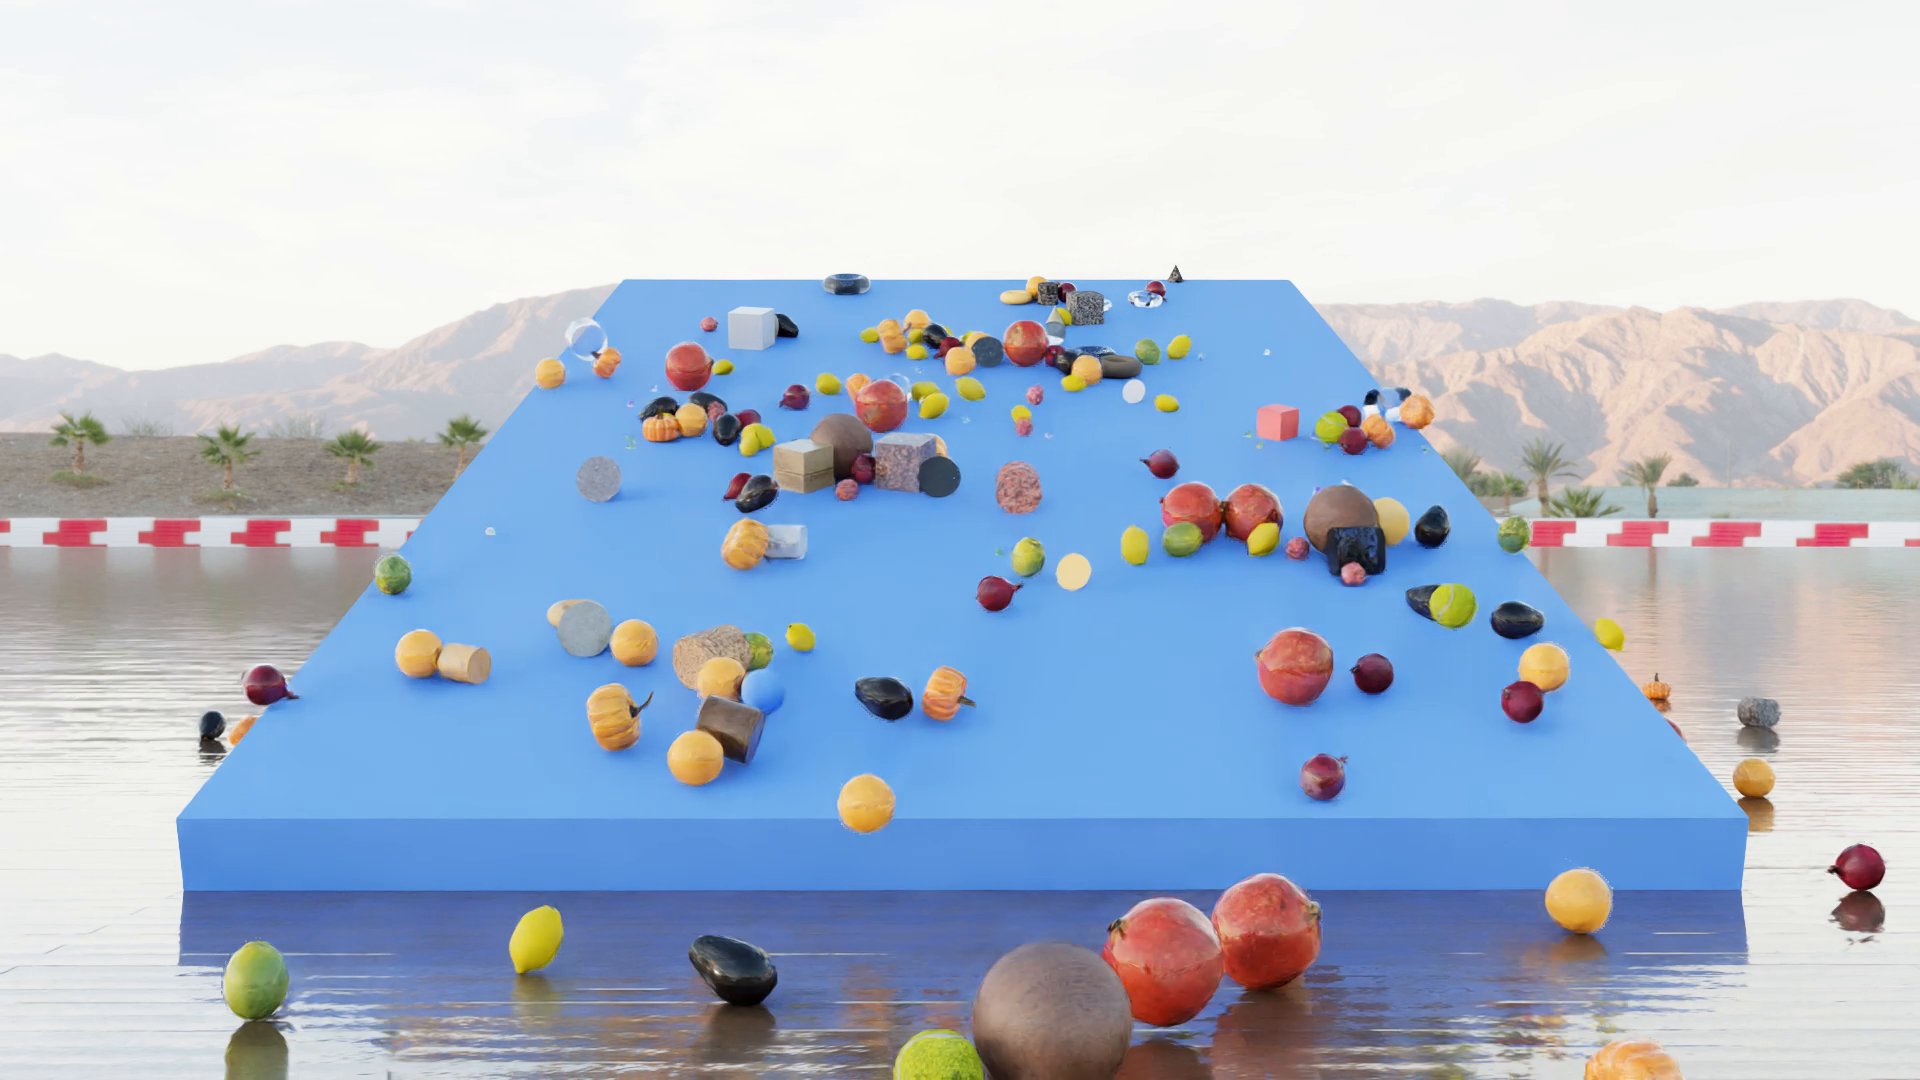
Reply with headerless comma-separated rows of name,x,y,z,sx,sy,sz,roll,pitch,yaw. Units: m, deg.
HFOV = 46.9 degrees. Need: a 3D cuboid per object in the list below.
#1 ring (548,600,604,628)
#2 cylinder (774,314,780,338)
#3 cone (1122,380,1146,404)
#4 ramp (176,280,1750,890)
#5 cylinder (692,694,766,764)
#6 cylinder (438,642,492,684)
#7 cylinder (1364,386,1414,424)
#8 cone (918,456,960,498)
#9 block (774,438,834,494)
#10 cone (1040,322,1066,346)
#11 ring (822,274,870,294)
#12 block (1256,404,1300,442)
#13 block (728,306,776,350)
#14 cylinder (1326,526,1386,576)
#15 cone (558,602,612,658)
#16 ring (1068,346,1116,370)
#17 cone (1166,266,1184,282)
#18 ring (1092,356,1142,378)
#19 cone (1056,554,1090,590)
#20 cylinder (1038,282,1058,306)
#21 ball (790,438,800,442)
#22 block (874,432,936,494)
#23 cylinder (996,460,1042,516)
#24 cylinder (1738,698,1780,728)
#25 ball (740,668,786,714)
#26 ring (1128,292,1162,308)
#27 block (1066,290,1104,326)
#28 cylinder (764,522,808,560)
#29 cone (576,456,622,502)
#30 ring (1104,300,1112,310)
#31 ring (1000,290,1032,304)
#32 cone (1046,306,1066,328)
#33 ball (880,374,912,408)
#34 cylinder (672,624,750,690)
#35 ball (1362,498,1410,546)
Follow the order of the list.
ring,-0.614,0.119,3.548,0.094,0.031,0.094,1,17,0
cylinder,-0.515,-0.553,5.754,0.068,0.068,0.068,-9,-4,23
cone,0.412,-0.333,5.088,0.057,0.057,0.057,0,-13,30
ramp,-0.002,-0.167,4.746,2.000,0.100,4.000,0,17,0
cylinder,-0.310,0.254,2.977,0.076,0.076,0.076,17,2,6
cylinder,-0.735,0.183,3.287,0.055,0.055,0.055,7,3,27
cylinder,0.945,-0.297,4.878,0.077,0.077,0.077,-9,4,-28
cone,-0.044,-0.114,4.328,0.083,0.083,0.083,0,-10,-5
block,-0.306,-0.145,4.350,0.084,0.084,0.084,14,22,39
cone,0.248,-0.525,5.728,0.067,0.067,0.067,0,-11,15
ring,-0.329,-0.744,6.436,0.139,0.046,0.139,0,18,0
block,0.682,-0.252,4.752,0.062,0.062,0.062,-15,22,-42
block,-0.534,-0.543,5.675,0.092,0.092,0.092,5,17,15
cylinder,0.680,0.019,3.801,0.083,0.083,0.083,-2,0,-4
cone,-0.571,0.146,3.445,0.087,0.087,0.087,0,-10,7
ring,0.326,-0.449,5.452,0.123,0.041,0.123,-1,18,0
cone,0.644,-0.798,6.611,0.053,0.053,0.053,0,17,0
ring,0.380,-0.418,5.350,0.121,0.040,0.121,1,16,0
cone,0.205,0.061,3.754,0.063,0.063,0.063,0,-12,27
cylinder,0.249,-0.695,6.253,0.057,0.057,0.057,0,17,0
ball,-0.327,-0.170,4.461,0.068,0.068,0.068,0,0,0
block,-0.107,-0.153,4.357,0.094,0.094,0.094,6,17,18
cylinder,0.110,-0.098,4.190,0.085,0.085,0.085,0,17,0
cylinder,1.922,0.415,5.329,0.070,0.070,0.070,0,0,-19
ball,-0.281,0.216,3.164,0.065,0.065,0.065,0,0,0
ring,0.521,-0.678,6.240,0.098,0.033,0.098,3,19,-1
block,0.337,-0.627,5.986,0.079,0.079,0.079,-5,17,-18
cylinder,-0.305,0.004,3.886,0.061,0.061,0.061,-8,-2,16
cone,-0.686,-0.109,4.299,0.092,0.092,0.092,0,-10,11
ring,0.381,-0.656,6.174,0.083,0.028,0.083,1,17,0
ring,0.159,-0.688,6.276,0.092,0.031,0.092,-1,16,0
cone,0.254,-0.598,5.919,0.060,0.060,0.060,0,17,0
ball,-0.145,-0.339,5.018,0.075,0.075,0.075,0,0,0
cylinder,-0.367,0.173,3.276,0.082,0.082,0.082,0,12,45
ball,0.762,-0.032,3.967,0.087,0.087,0.087,0,0,0
